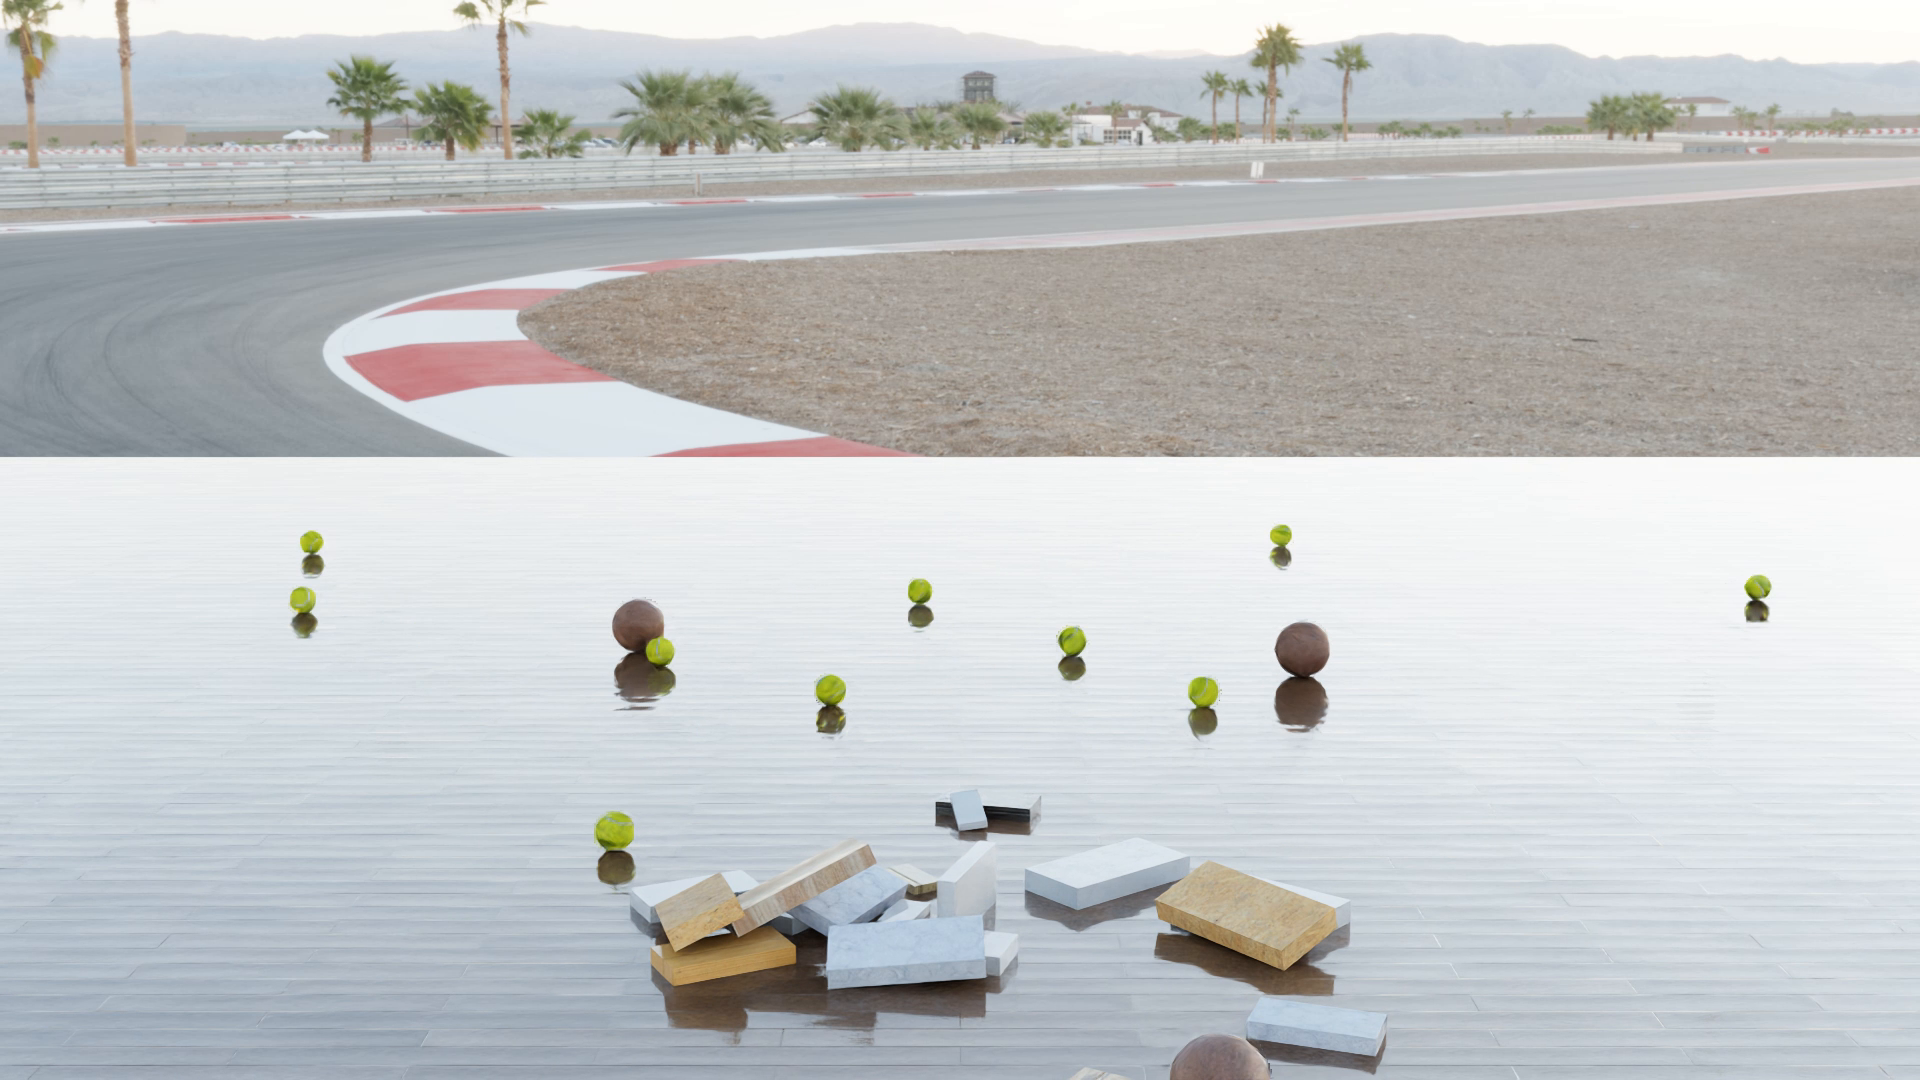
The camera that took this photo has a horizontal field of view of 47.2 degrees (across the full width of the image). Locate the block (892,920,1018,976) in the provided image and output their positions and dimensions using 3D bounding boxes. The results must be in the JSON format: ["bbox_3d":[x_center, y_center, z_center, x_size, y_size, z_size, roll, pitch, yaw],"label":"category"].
[{"bbox_3d":[-0.024,0.628,3.386,0.206,0.029,0.103,3,11,16],"label":"block"}]

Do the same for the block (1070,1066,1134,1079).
[{"bbox_3d":[0.158,0.733,2.831,0.090,0.026,0.181,6,12,31],"label":"block"}]

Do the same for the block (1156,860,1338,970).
[{"bbox_3d":[0.448,0.586,3.455,0.130,0.037,0.260,-29,29,-34],"label":"block"}]

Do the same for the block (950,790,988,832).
[{"bbox_3d":[0.015,0.496,4.042,0.053,0.015,0.106,-8,27,-6],"label":"block"}]

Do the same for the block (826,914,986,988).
[{"bbox_3d":[-0.080,0.619,3.308,0.235,0.033,0.117,-4,24,0],"label":"block"}]

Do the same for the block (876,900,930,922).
[{"bbox_3d":[-0.091,0.606,3.542,0.053,0.015,0.106,4,11,19],"label":"block"}]

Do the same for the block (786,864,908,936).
[{"bbox_3d":[-0.181,0.576,3.547,0.103,0.029,0.206,26,23,22],"label":"block"}]

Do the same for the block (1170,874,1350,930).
[{"bbox_3d":[0.486,0.590,3.567,0.260,0.037,0.130,9,14,39],"label":"block"}]

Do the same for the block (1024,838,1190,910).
[{"bbox_3d":[0.250,0.562,3.718,0.260,0.037,0.130,-9,14,-39],"label":"block"}]

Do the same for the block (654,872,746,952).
[{"bbox_3d":[-0.407,0.577,3.424,0.117,0.033,0.235,-26,6,-11],"label":"block"}]

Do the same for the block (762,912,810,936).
[{"bbox_3d":[-0.247,0.592,3.582,0.099,0.028,0.198,8,13,35],"label":"block"}]

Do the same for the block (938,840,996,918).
[{"bbox_3d":[0.012,0.564,3.528,0.029,0.103,0.206,4,11,19],"label":"block"}]

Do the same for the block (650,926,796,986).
[{"bbox_3d":[-0.361,0.634,3.357,0.198,0.028,0.099,-5,12,-27],"label":"block"}]

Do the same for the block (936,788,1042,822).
[{"bbox_3d":[0.053,0.495,4.111,0.181,0.026,0.090,3,11,15],"label":"block"}]

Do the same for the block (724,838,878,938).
[{"bbox_3d":[-0.258,0.542,3.448,0.244,0.033,0.117,-26,6,-17],"label":"block"}]

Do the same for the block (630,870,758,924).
[{"bbox_3d":[-0.432,0.585,3.617,0.198,0.028,0.099,-6,12,-27],"label":"block"}]

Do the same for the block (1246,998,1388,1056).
[{"bbox_3d":[0.502,0.684,3.094,0.181,0.026,0.090,4,11,20],"label":"block"}]

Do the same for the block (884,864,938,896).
[{"bbox_3d":[-0.082,0.573,3.718,0.053,0.015,0.106,-7,13,-33],"label":"block"}]
